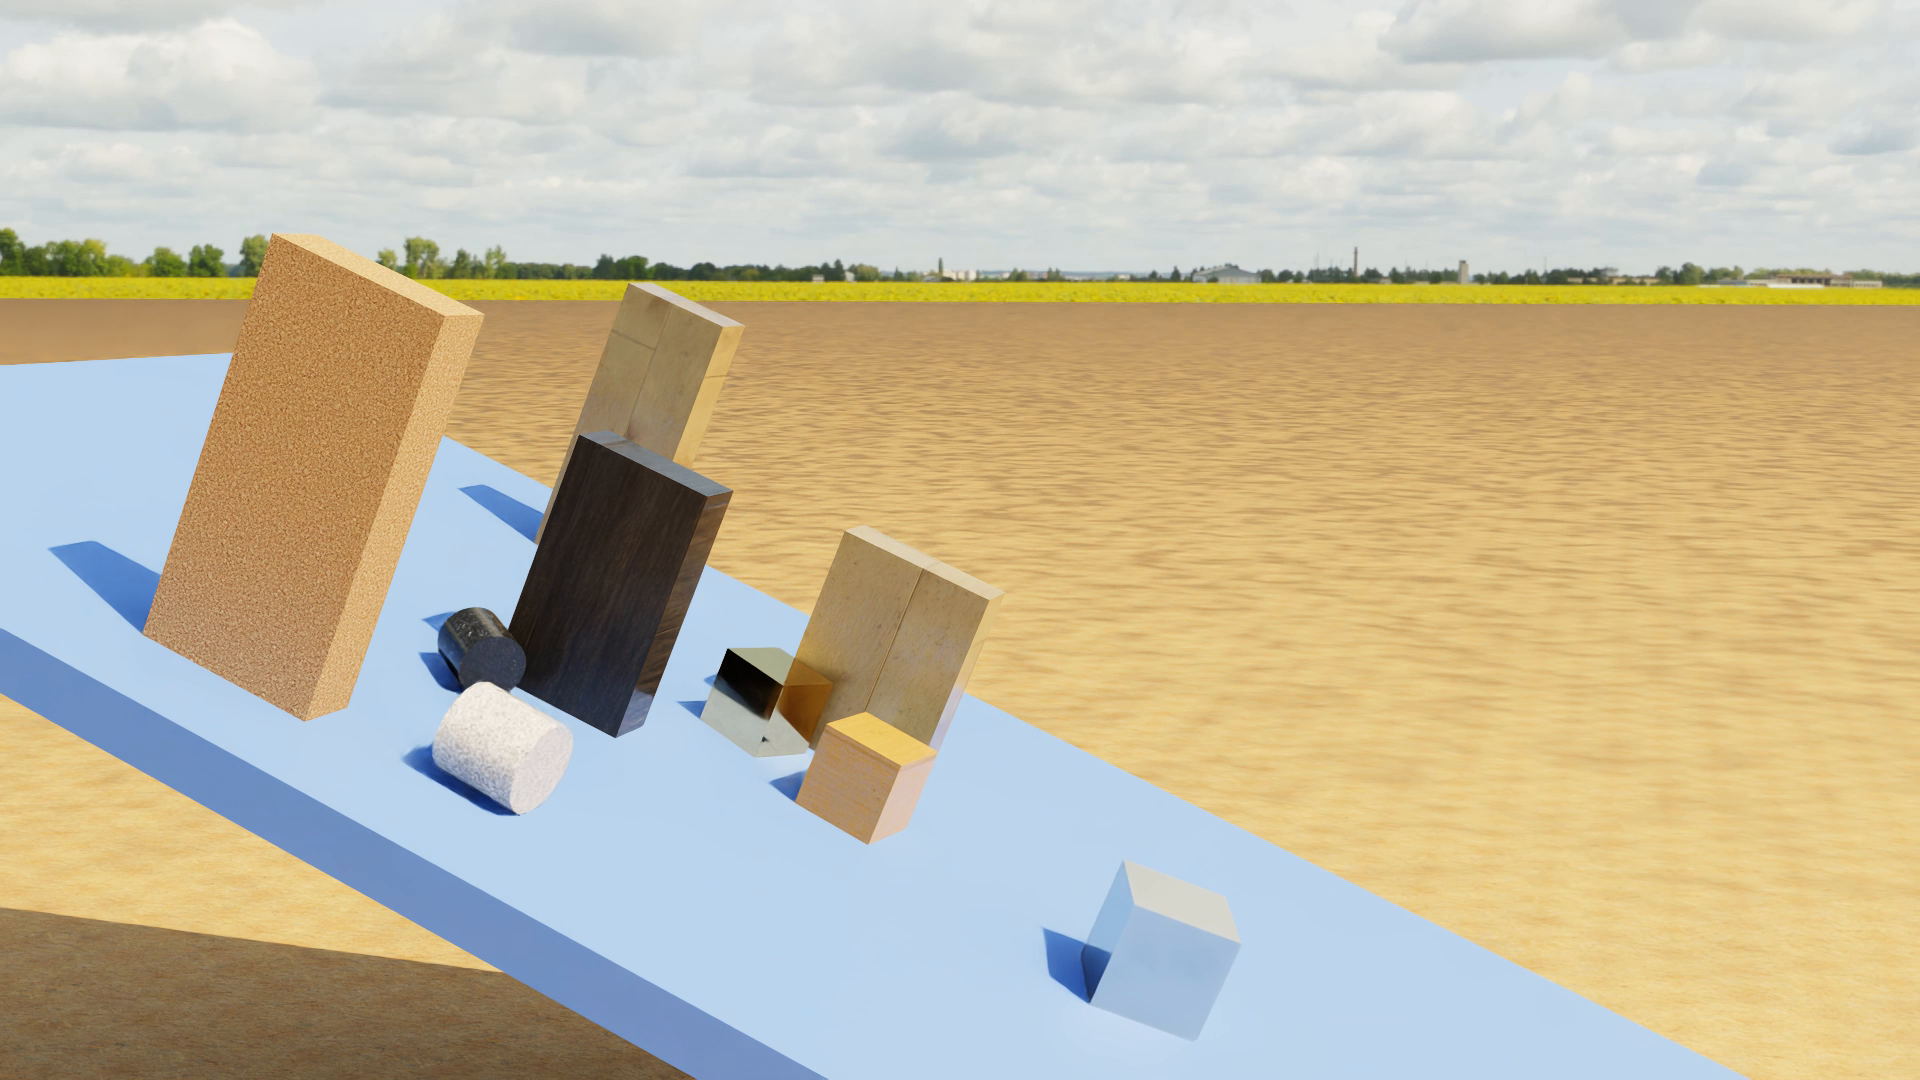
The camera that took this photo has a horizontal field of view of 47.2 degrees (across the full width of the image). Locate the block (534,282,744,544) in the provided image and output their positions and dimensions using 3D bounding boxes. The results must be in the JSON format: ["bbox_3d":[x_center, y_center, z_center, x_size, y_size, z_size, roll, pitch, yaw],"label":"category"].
[{"bbox_3d":[-0.714,-0.233,4.883,0.241,0.628,0.122,25,13,13],"label":"block"}]

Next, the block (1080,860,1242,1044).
[{"bbox_3d":[0.345,0.710,3.810,0.197,0.197,0.197,21,13,-7],"label":"block"}]

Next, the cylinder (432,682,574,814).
[{"bbox_3d":[-0.743,0.337,3.582,0.160,0.160,0.160,27,16,18],"label":"cylinder"}]

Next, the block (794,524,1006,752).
[{"bbox_3d":[-0.148,0.238,4.361,0.320,0.434,0.112,25,13,13],"label":"block"}]

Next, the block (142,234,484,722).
[{"bbox_3d":[-1.060,-0.103,3.589,0.331,0.715,0.124,25,13,13],"label":"block"}]

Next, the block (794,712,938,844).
[{"bbox_3d":[-0.173,0.442,4.098,0.165,0.165,0.165,27,14,20],"label":"block"}]

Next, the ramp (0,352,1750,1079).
[{"bbox_3d":[-0.295,0.517,4.188,4.000,0.100,2.000,25,13,13],"label":"ramp"}]

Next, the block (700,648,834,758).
[{"bbox_3d":[-0.377,0.315,4.292,0.156,0.156,0.156,31,15,32],"label":"block"}]

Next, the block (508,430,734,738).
[{"bbox_3d":[-0.642,0.079,4.056,0.272,0.489,0.118,25,13,13],"label":"block"}]
